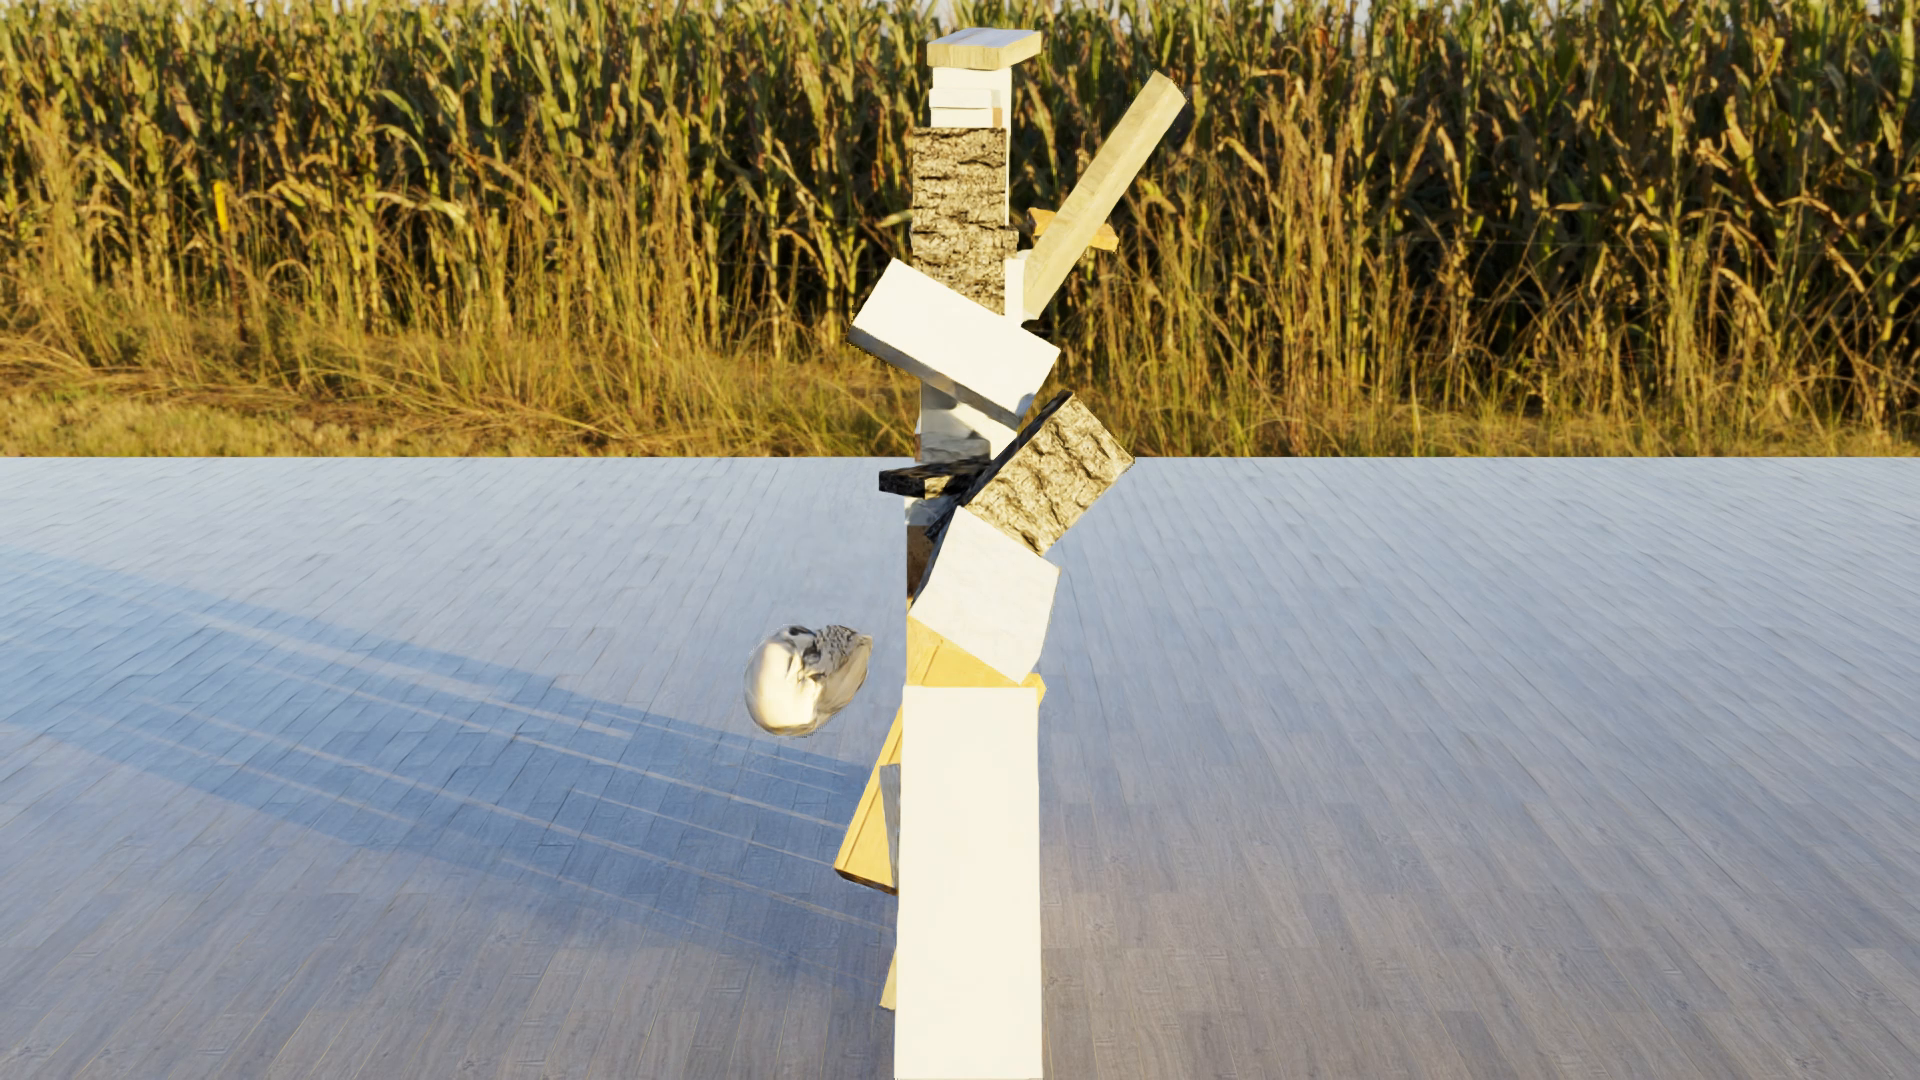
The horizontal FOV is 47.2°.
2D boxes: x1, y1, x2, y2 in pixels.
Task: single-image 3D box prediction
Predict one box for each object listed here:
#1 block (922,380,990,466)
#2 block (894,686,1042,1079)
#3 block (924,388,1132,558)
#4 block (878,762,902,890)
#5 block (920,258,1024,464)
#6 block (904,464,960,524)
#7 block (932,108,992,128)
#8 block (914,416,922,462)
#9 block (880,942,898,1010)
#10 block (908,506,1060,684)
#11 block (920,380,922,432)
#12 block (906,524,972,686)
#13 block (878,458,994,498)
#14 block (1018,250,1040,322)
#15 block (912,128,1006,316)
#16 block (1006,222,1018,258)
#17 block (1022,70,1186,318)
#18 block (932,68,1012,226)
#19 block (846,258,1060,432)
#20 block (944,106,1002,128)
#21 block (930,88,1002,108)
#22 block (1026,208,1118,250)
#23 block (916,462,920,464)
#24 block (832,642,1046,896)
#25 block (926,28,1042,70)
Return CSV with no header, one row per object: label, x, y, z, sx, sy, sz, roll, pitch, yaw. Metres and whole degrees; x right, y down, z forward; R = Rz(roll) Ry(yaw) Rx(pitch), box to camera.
block,-0.007,-0.208,3.420,0.107,0.213,0.030,0,12,-1
block,0.010,0.454,2.703,0.172,0.595,0.049,1,-33,-1
block,0.102,-0.064,3.225,0.295,0.144,0.041,-46,24,-5
block,-0.057,0.365,2.828,0.079,0.158,0.022,-6,-17,-6
block,0.016,-0.182,3.638,0.157,0.569,0.044,1,11,-3
block,-0.003,-0.074,3.406,0.160,0.045,0.320,0,10,0
block,0.003,-0.526,3.503,0.097,0.320,0.027,0,11,-1
block,0.011,-0.189,3.977,0.175,0.050,0.350,1,11,1
block,-0.029,0.545,2.984,0.103,0.207,0.029,13,-11,17
block,0.037,0.068,2.989,0.172,0.049,0.345,32,19,-4
block,0.010,-0.347,3.822,0.157,0.314,0.044,0,13,-2
block,0.000,0.125,3.334,0.160,0.320,0.045,0,10,0
block,-0.011,-0.094,3.306,0.207,0.029,0.104,-10,14,-43
block,0.107,-0.482,4.177,0.086,0.024,0.172,-6,48,10
block,-0.001,-0.497,3.432,0.144,0.288,0.041,0,9,2
block,0.013,-0.504,3.682,0.157,0.044,0.314,1,11,-1
block,0.240,-0.609,3.898,0.037,0.468,0.129,36,6,17
block,0.018,-0.656,3.672,0.129,0.258,0.037,1,11,-1
block,-0.008,-0.293,3.295,0.288,0.144,0.041,29,-32,0
block,0.019,-0.612,3.607,0.097,0.193,0.027,1,6,-1
block,0.010,-0.711,3.537,0.097,0.027,0.194,2,12,5
block,0.222,-0.618,4.368,0.172,0.024,0.086,9,28,-16
block,0.007,0.028,3.899,0.175,0.350,0.050,1,11,1
block,-0.026,0.325,3.023,0.172,0.345,0.049,15,-22,21
block,0.043,-0.836,3.737,0.129,0.037,0.258,7,20,15
